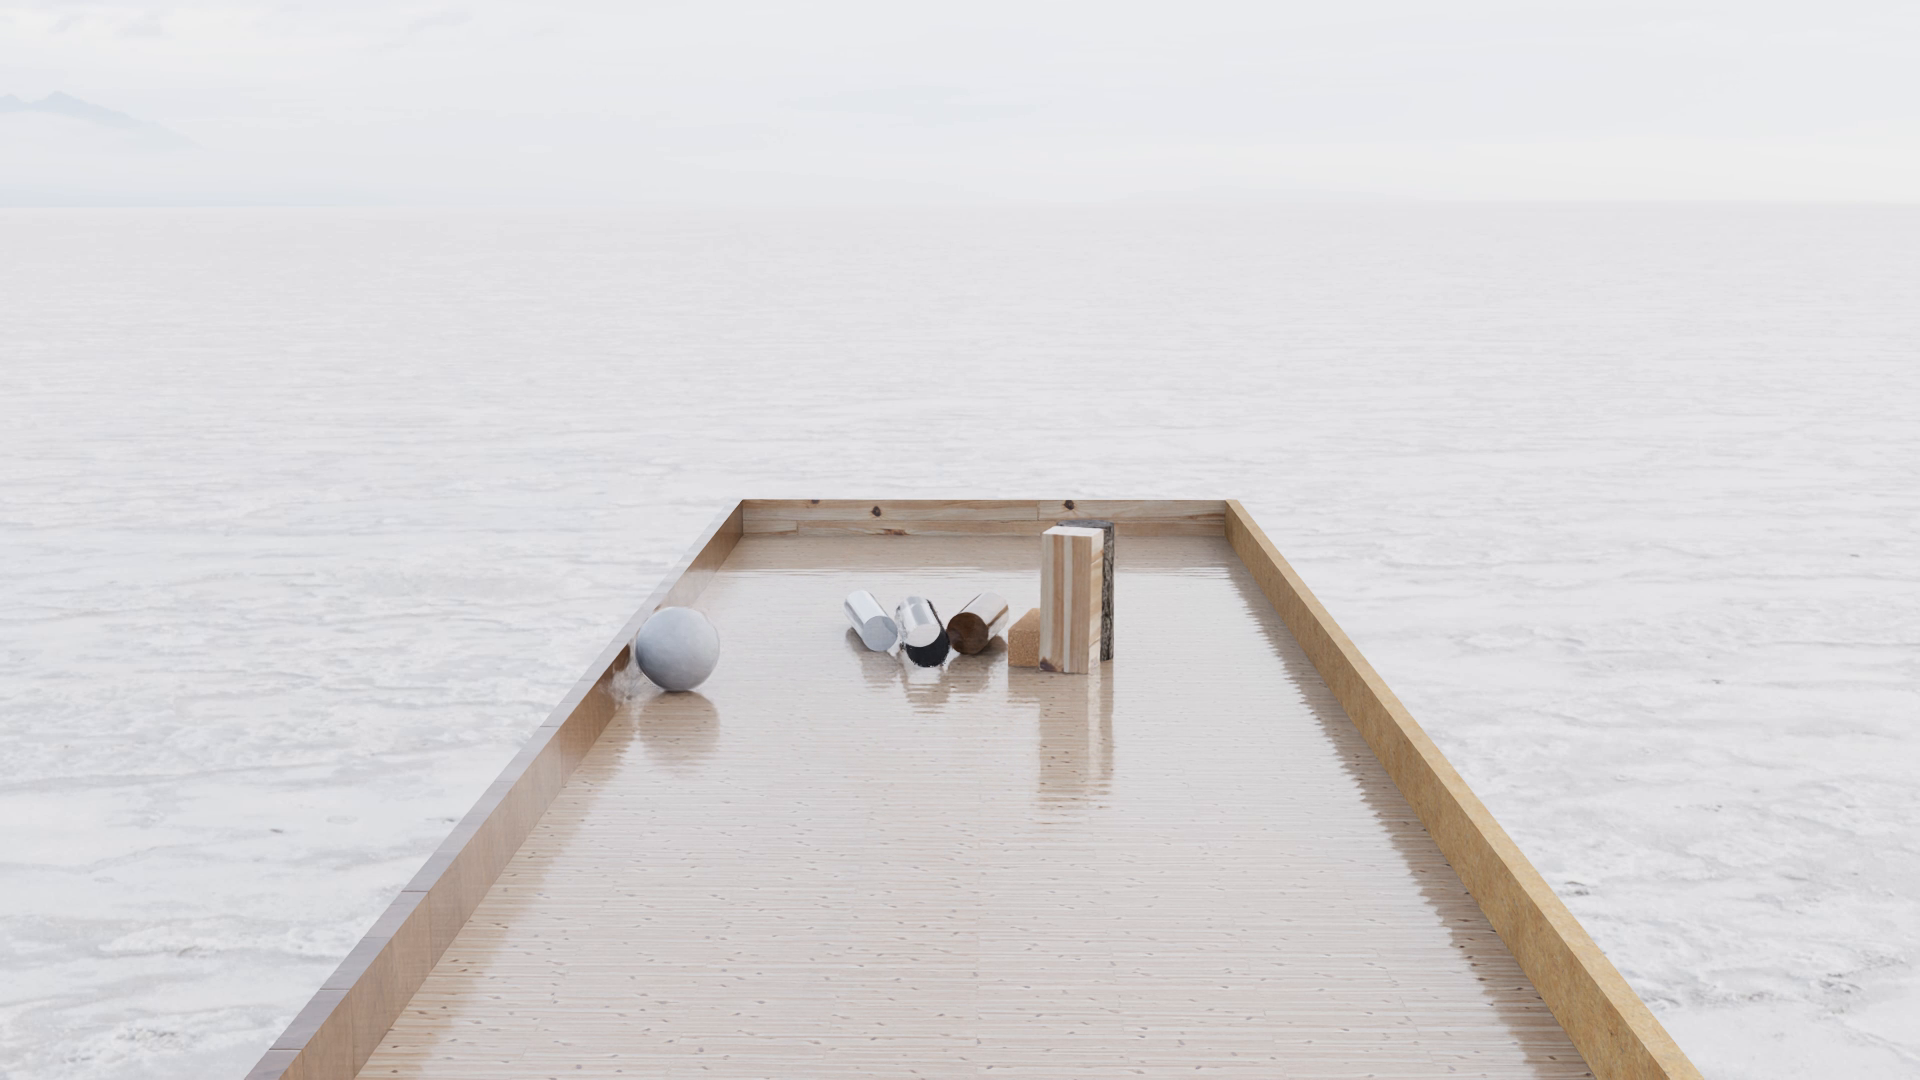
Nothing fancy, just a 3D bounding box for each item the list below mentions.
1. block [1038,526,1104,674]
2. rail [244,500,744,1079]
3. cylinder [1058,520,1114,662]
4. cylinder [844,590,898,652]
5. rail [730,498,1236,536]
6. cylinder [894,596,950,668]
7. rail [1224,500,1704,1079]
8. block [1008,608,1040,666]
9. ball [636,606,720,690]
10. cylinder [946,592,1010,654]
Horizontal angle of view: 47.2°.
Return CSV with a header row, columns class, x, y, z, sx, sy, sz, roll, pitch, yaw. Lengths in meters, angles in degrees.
class,x,y,z,sx,sy,sz,roll,pitch,yaw
block,0.332,0.177,6.563,0.151,0.413,0.151,4,10,16
rail,-1.004,0.839,3.234,0.050,0.150,12.000,0,9,1
cylinder,0.383,0.154,6.721,0.175,0.412,0.175,0,9,0
cylinder,-0.288,0.256,7.032,0.114,0.114,0.442,-2,9,-10
rail,0.099,-0.098,9.147,2.100,0.150,0.050,0,9,1
cylinder,-0.119,0.281,6.809,0.135,0.135,0.456,-1,9,-6
rail,1.046,0.843,3.208,0.050,0.150,12.000,0,9,1
block,0.240,0.298,6.780,0.109,0.109,0.365,2,9,13
ball,-0.805,0.310,6.282,0.242,0.242,0.242,0,9,0
cylinder,0.058,0.261,6.939,0.133,0.133,0.353,2,9,12
